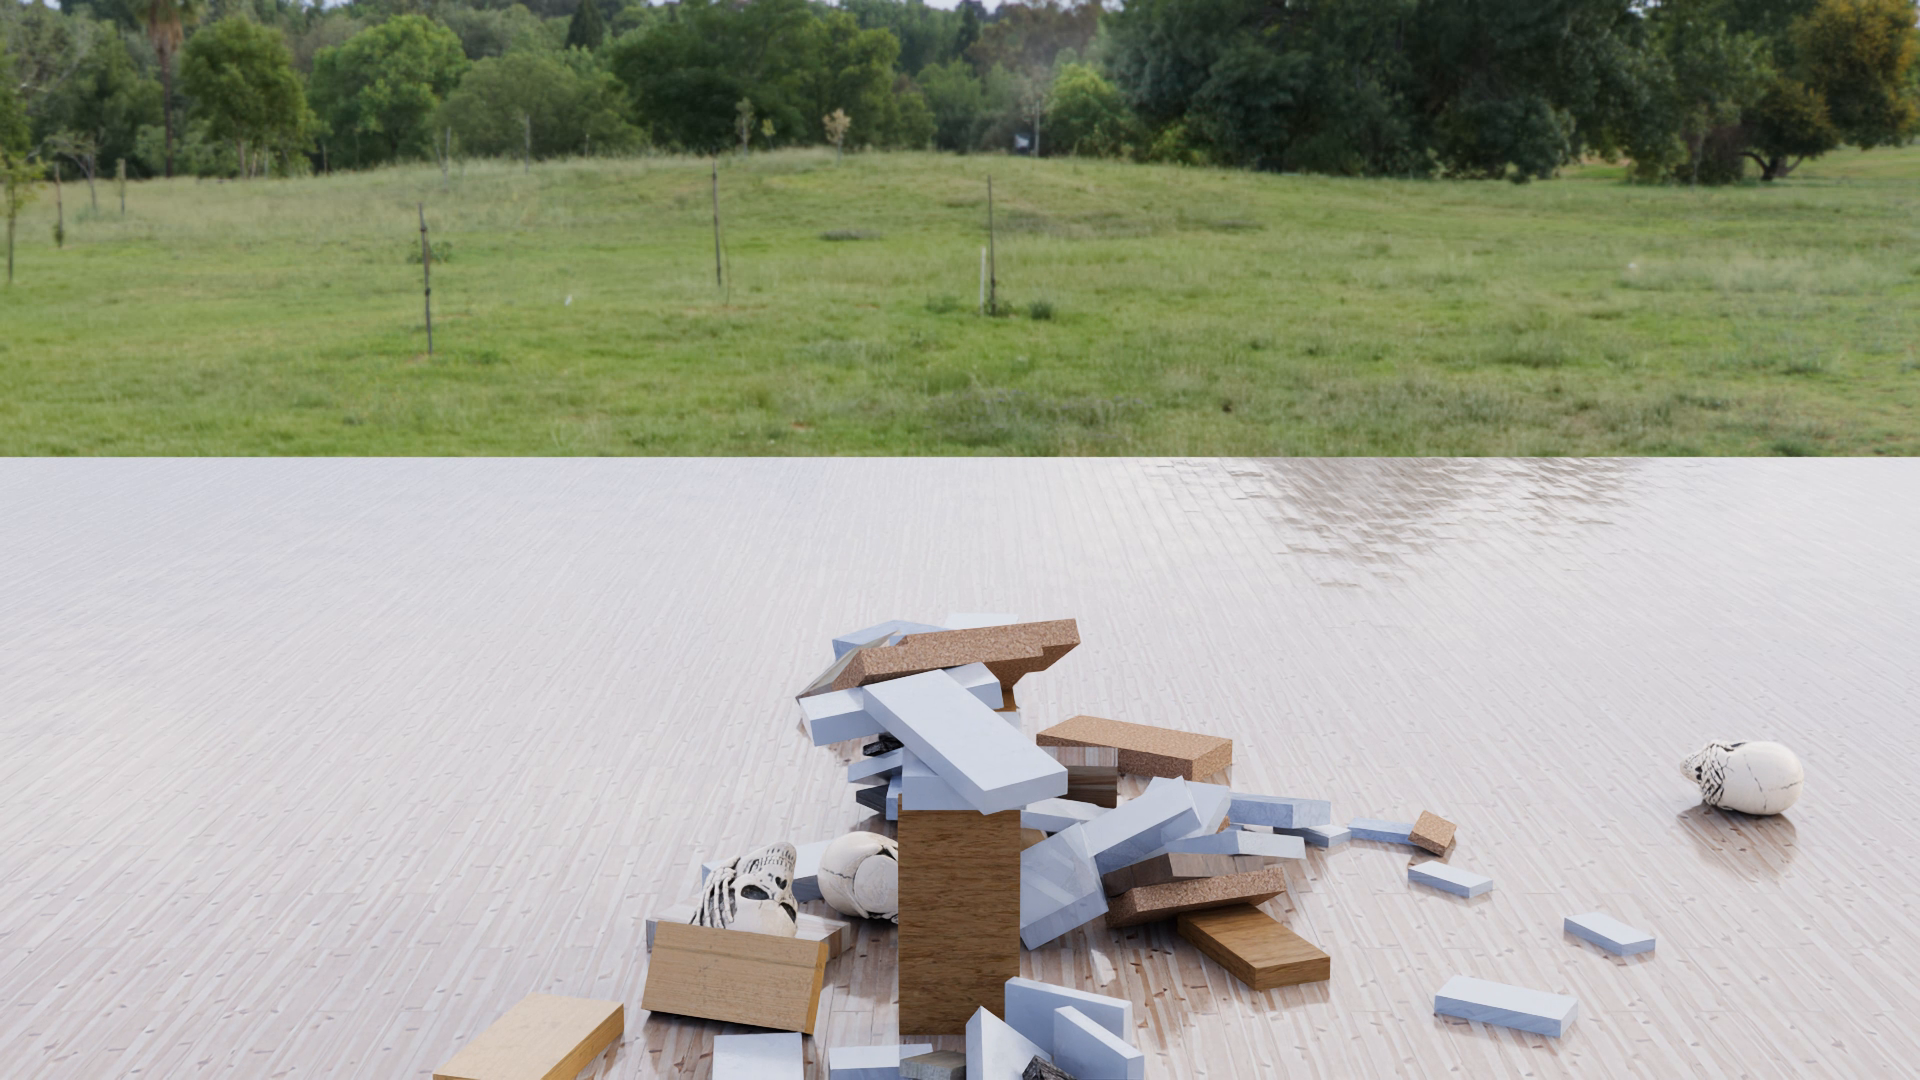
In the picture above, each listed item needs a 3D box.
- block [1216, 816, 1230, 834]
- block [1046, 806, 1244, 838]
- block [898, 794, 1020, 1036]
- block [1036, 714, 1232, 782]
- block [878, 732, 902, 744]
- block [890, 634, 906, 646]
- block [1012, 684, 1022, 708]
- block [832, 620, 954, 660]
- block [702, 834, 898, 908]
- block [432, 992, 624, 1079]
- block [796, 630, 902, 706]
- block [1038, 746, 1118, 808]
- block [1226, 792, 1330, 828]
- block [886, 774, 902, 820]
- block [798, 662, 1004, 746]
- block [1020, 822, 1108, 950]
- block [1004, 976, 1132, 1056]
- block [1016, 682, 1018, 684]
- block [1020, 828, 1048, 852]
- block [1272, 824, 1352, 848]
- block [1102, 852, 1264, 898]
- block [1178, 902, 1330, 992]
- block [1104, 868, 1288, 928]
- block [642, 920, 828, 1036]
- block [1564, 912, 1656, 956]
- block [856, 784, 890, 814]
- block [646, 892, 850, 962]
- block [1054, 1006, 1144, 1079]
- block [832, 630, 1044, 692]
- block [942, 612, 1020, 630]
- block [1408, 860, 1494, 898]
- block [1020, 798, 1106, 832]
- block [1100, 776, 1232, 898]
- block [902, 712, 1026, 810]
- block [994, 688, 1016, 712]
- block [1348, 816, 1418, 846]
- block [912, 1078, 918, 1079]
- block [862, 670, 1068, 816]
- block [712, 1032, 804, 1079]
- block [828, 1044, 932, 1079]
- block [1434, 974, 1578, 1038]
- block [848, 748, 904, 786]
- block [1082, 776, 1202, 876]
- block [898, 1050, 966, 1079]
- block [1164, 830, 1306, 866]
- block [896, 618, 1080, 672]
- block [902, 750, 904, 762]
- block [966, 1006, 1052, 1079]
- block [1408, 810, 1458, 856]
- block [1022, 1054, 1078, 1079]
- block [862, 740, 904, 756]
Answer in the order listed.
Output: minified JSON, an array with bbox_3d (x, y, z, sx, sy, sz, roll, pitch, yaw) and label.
[{"bbox_3d":[0.397,0.505,3.806,0.133,0.019,0.067,-28,33,-34],"label":"block"},{"bbox_3d":[0.257,0.521,3.926,0.474,0.042,0.147,4,11,23],"label":"block"},{"bbox_3d":[-0.001,0.525,3.086,0.170,0.339,0.048,0,11,-1],"label":"block"},{"bbox_3d":[0.351,0.421,4.442,0.354,0.050,0.177,7,12,32],"label":"block"},{"bbox_3d":[-0.075,0.376,4.106,0.114,0.032,0.229,1,-14,8],"label":"block"},{"bbox_3d":[-0.040,0.281,4.096,0.144,0.041,0.440,-4,-27,2],"label":"block"},{"bbox_3d":[0.022,0.307,4.709,0.155,0.044,0.310,1,-15,16],"label":"block"},{"bbox_3d":[-0.143,0.248,5.183,0.177,0.050,0.354,-17,10,-28],"label":"block"},{"bbox_3d":[-0.267,0.561,3.707,0.300,0.042,0.150,-6,12,-31],"label":"block"},{"bbox_3d":[-0.582,0.695,2.992,0.143,0.041,0.286,3,11,15],"label":"block"},{"bbox_3d":[-0.240,0.291,4.895,0.144,0.041,0.289,-23,8,27],"label":"block"},{"bbox_3d":[0.145,0.442,4.083,0.293,0.147,0.042,1,50,4],"label":"block"},{"bbox_3d":[0.503,0.484,3.972,0.293,0.042,0.147,1,-3,36],"label":"block"},{"bbox_3d":[0.016,0.468,3.981,0.289,0.041,0.144,1,11,2],"label":"block"},{"bbox_3d":[-0.090,0.245,3.301,0.286,0.041,0.143,-11,10,-9],"label":"block"},{"bbox_3d":[0.153,0.554,3.536,0.139,0.040,0.279,-28,14,4],"label":"block"},{"bbox_3d":[0.148,0.664,3.020,0.183,0.091,0.026,6,12,29],"label":"block"},{"bbox_3d":[0.013,0.298,4.823,0.207,0.029,0.103,13,-16,-28],"label":"block"},{"bbox_3d":[0.100,0.525,3.780,0.101,0.029,0.202,-40,13,1],"label":"block"},{"bbox_3d":[0.635,0.525,3.971,0.064,0.018,0.128,-9,14,-41],"label":"block"},{"bbox_3d":[0.361,0.536,3.509,0.130,0.037,0.261,-25,-23,36],"label":"block"},{"bbox_3d":[0.449,0.624,3.388,0.127,0.036,0.254,-4,11,-21],"label":"block"},{"bbox_3d":[0.373,0.570,3.498,0.261,0.037,0.130,-4,-20,-20],"label":"block"},{"bbox_3d":[-0.322,0.623,3.137,0.254,0.127,0.036,4,-17,19],"label":"block"},{"bbox_3d":[1.022,0.619,3.461,0.067,0.019,0.133,-5,12,-25],"label":"block"},{"bbox_3d":[-0.118,0.485,4.059,0.076,0.022,0.152,-8,13,-36],"label":"block"},{"bbox_3d":[-0.331,0.614,3.430,0.286,0.041,0.143,6,12,29],"label":"block"},{"bbox_3d":[0.181,0.689,2.888,0.026,0.091,0.183,-6,12,-28],"label":"block"},{"bbox_3d":[-0.036,0.204,3.448,0.300,0.042,0.150,-5,-23,-24],"label":"block"},{"bbox_3d":[0.033,0.265,5.282,0.177,0.050,0.598,1,11,5],"label":"block"},{"bbox_3d":[0.828,0.572,3.714,0.064,0.018,0.128,-9,14,-39],"label":"block"},{"bbox_3d":[0.162,0.474,3.795,0.236,0.029,0.101,12,9,-33],"label":"block"},{"bbox_3d":[0.347,0.510,3.743,0.139,0.040,0.307,5,29,25],"label":"block"},{"bbox_3d":[0.005,0.314,3.163,0.170,0.048,0.339,0,10,0],"label":"block"},{"bbox_3d":[0.009,0.279,3.496,0.158,0.045,0.315,0,10,-1],"label":"block"},{"bbox_3d":[0.769,0.525,3.969,0.128,0.018,0.064,5,11,24],"label":"block"},{"bbox_3d":[0.006,0.708,2.865,0.071,0.020,0.141,4,-6,32],"label":"block"},{"bbox_3d":[0.002,0.276,3.059,0.127,0.036,0.364,-11,24,-26],"label":"block"},{"bbox_3d":[-0.266,0.715,2.901,0.119,0.034,0.238,-1,11,-5],"label":"block"},{"bbox_3d":[-0.106,0.708,2.977,0.141,0.020,0.071,-1,11,-6],"label":"block"},{"bbox_3d":[0.787,0.670,3.168,0.183,0.026,0.091,6,12,30],"label":"block"},{"bbox_3d":[-0.106,0.424,4.081,0.114,0.032,0.229,10,-19,-27],"label":"block"},{"bbox_3d":[0.263,0.498,3.680,0.279,0.040,0.139,-27,14,6],"label":"block"},{"bbox_3d":[-0.018,0.684,2.854,0.071,0.020,0.141,5,-5,23],"label":"block"},{"bbox_3d":[0.459,0.516,3.650,0.130,0.037,0.261,-15,-17,30],"label":"block"},{"bbox_3d":[0.029,0.184,3.574,0.300,0.042,0.150,-5,-19,-25],"label":"block"},{"bbox_3d":[0.000,0.484,3.310,0.170,0.339,0.048,0,11,0],"label":"block"},{"bbox_3d":[0.065,0.694,2.839,0.119,0.034,0.238,37,8,-6],"label":"block"},{"bbox_3d":[0.844,0.522,3.922,0.067,0.019,0.133,25,18,15],"label":"block"},{"bbox_3d":[0.146,0.721,2.727,0.109,0.031,0.219,32,5,-11],"label":"block"},{"bbox_3d":[-0.109,0.392,4.062,0.126,0.018,0.063,11,-19,-30],"label":"block"}]
